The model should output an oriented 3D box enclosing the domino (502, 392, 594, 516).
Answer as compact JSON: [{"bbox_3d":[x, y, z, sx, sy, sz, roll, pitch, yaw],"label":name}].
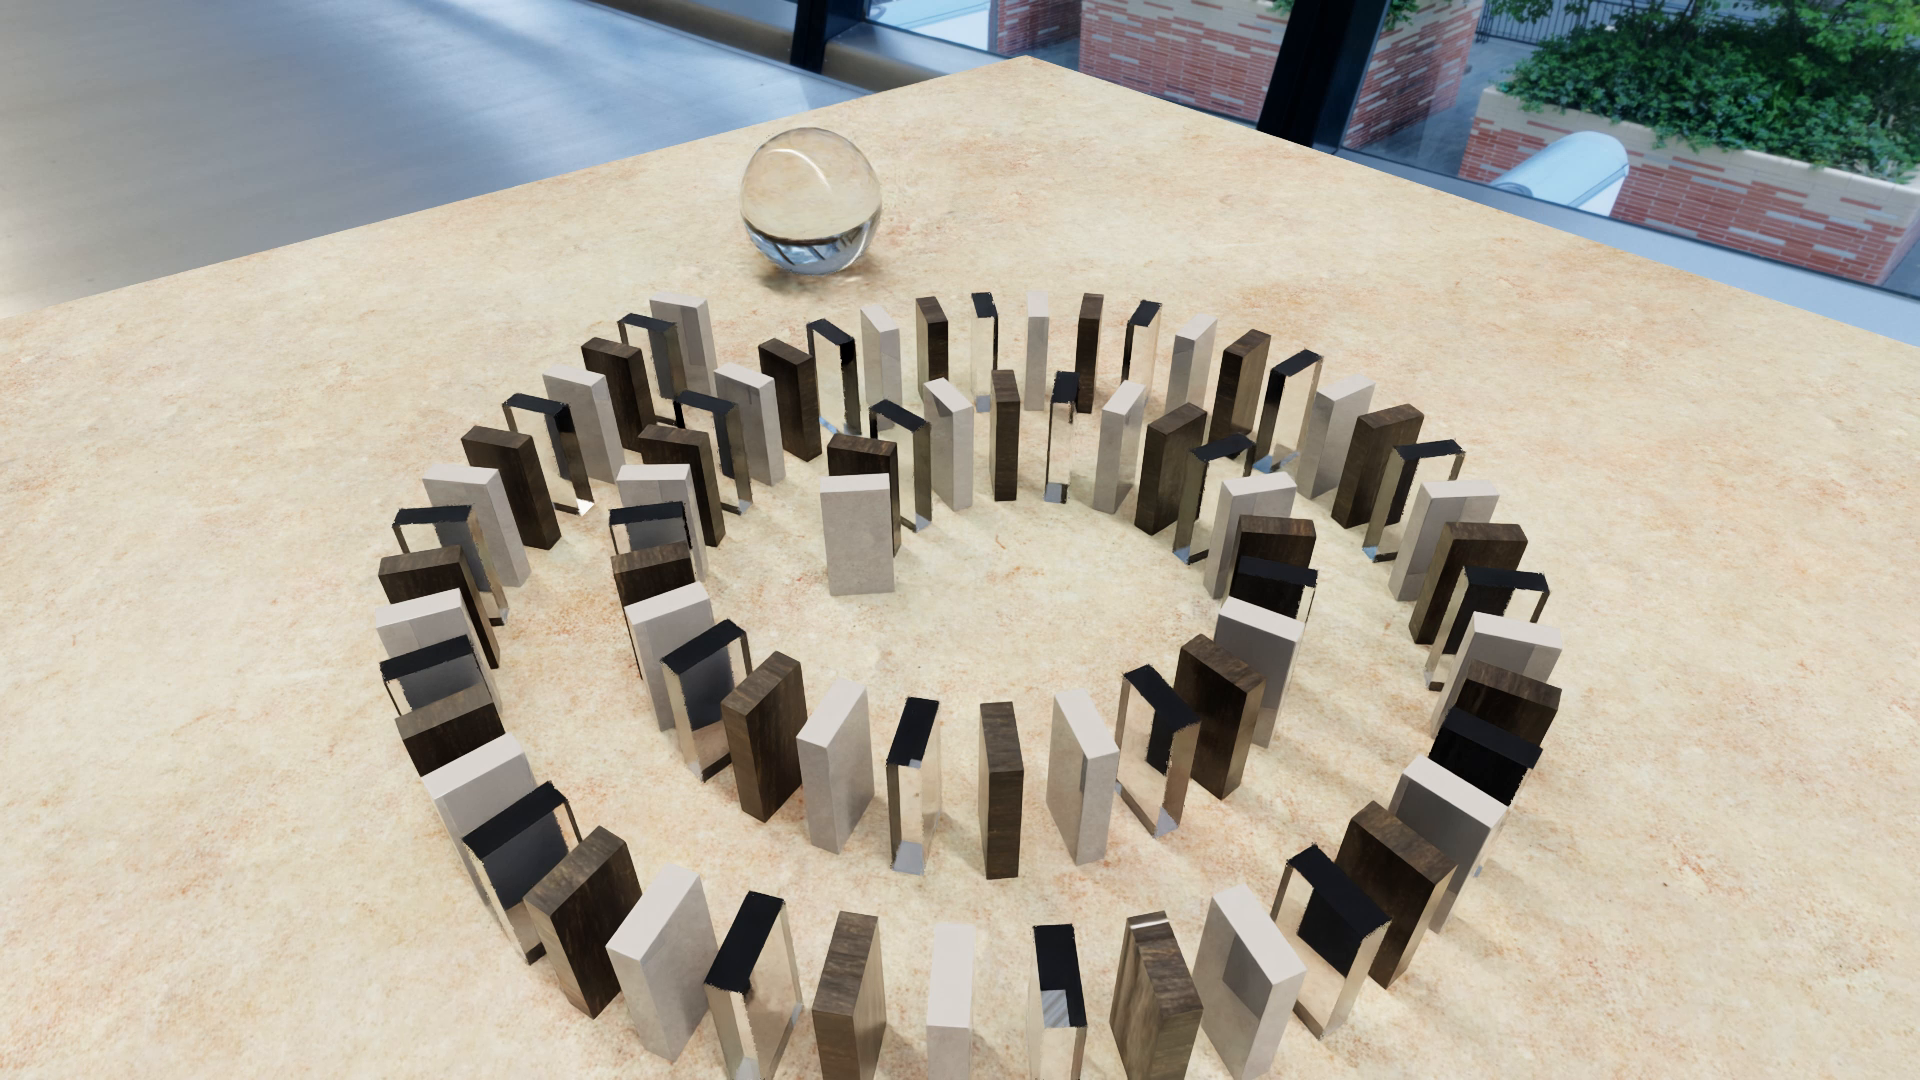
[{"bbox_3d":[-0.169,-0.035,0.454,0.025,0.050,0.010,13,41,16],"label":"domino"}]

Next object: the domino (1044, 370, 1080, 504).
[{"bbox_3d":[0.043,-0.043,0.464,0.009,0.050,0.025,7,40,8],"label":"domino"}]

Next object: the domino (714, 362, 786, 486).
[{"bbox_3d":[-0.090,-0.049,0.472,0.025,0.050,0.009,23,44,25],"label":"domino"}]

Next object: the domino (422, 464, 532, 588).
[{"bbox_3d":[-0.183,-0.005,0.417,0.025,0.050,0.010,5,40,7],"label":"domino"}]

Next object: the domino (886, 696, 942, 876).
[{"bbox_3d":[-0.013,0.073,0.323,0.009,0.050,0.025,8,40,9],"label":"domino"}]

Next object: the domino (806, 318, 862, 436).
[{"bbox_3d":[-0.057,-0.072,0.500,0.009,0.050,0.025,-27,46,-29],"label":"domino"}]

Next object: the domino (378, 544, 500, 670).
[{"bbox_3d":[-0.179,0.026,0.380,0.025,0.050,0.009,-10,40,-12],"label":"domino"}]

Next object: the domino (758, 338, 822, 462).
[{"bbox_3d":[-0.075,-0.062,0.487,0.025,0.050,0.009,29,48,31],"label":"domino"}]

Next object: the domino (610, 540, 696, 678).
[{"bbox_3d":[-0.103,0.025,0.381,0.025,0.050,0.009,-13,41,-15],"label":"domino"}]

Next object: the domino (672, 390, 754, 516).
[{"bbox_3d":[-0.102,-0.036,0.455,0.025,0.050,0.009,16,42,19],"label":"domino"}]

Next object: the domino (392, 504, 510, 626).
[{"bbox_3d":[-0.184,0.011,0.399,0.025,0.050,0.009,-4,39,-5],"label":"domino"}]

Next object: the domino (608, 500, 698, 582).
[{"bbox_3d":[-0.109,0.010,0.399,0.025,0.050,0.009,-7,40,-9],"label":"domino"}]

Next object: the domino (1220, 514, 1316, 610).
[{"bbox_3d":[0.109,0.014,0.394,0.025,0.050,0.009,4,40,5],"label":"domino"}]

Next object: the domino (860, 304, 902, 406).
[{"bbox_3d":[-0.036,-0.080,0.510,0.009,0.050,0.025,-16,42,-18],"label":"domino"}]

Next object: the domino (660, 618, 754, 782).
[{"bbox_3d":[-0.078,0.051,0.349,0.010,0.050,0.025,31,49,32],"label":"domino"}]

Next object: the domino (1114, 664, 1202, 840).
[{"bbox_3d":[0.058,0.064,0.333,0.010,0.050,0.025,-19,43,-21],"label":"domino"}]

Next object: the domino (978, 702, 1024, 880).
[{"bbox_3d":[0.011,0.074,0.321,0.009,0.050,0.025,-3,39,-4],"label":"domino"}]

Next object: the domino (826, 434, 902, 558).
[{"bbox_3d":[-0.037,-0.017,0.432,0.025,0.050,0.009,9,40,11],"label":"domino"}]

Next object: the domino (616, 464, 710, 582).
[{"bbox_3d":[-0.112,-0.006,0.418,0.025,0.050,0.009,-1,39,-1],"label":"domino"}]

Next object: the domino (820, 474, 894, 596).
[{"bbox_3d":[-0.038,-0.001,0.413,0.025,0.050,0.009,-3,39,-4],"label":"domino"}]

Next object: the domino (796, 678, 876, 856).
[{"bbox_3d":[-0.036,0.068,0.328,0.009,0.050,0.025,15,42,17],"label":"domino"}]

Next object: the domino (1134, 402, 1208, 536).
[{"bbox_3d":[0.085,-0.028,0.446,0.025,0.050,0.010,-29,47,-31],"label":"domino"}]

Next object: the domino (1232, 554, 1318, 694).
[{"bbox_3d":[0.104,0.030,0.375,0.025,0.050,0.010,12,41,14],"label":"domino"}]

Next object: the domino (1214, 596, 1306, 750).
[{"bbox_3d":[0.094,0.044,0.358,0.025,0.050,0.009,20,44,23],"label":"domino"}]

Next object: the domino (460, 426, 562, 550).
[{"bbox_3d":[-0.177,-0.020,0.436,0.025,0.050,0.010,10,40,12],"label":"domino"}]

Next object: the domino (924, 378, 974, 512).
[{"bbox_3d":[-0.005,-0.039,0.460,0.009,0.050,0.025,-20,43,-22],"label":"domino"}]

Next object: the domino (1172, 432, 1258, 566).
[{"bbox_3d":[0.099,-0.016,0.430,0.025,0.050,0.009,-19,43,-22],"label":"domino"}]

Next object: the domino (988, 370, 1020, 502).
[{"bbox_3d":[0.019,-0.044,0.465,0.009,0.050,0.025,-3,39,-3],"label":"domino"}]

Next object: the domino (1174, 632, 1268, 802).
[{"bbox_3d":[0.078,0.056,0.343,0.009,0.050,0.025,-29,47,-30],"label":"domino"}]

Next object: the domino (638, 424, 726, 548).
[{"bbox_3d":[-0.110,-0.021,0.437,0.025,0.050,0.009,8,40,10],"label":"domino"}]

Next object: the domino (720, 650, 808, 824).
[{"bbox_3d":[-0.058,0.061,0.337,0.010,0.050,0.025,22,44,24],"label":"domino"}]

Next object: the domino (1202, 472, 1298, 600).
[{"bbox_3d":[0.108,-0.001,0.413,0.025,0.050,0.009,-9,40,-10],"label":"domino"}]

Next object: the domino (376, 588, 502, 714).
[{"bbox_3d":[-0.171,0.041,0.362,0.025,0.050,0.010,-15,42,-18],"label":"domino"}]

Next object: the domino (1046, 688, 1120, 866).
[{"bbox_3d":[0.035,0.071,0.325,0.010,0.050,0.025,-12,41,-14],"label":"domino"}]

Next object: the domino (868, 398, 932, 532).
[{"bbox_3d":[-0.024,-0.030,0.448,0.025,0.050,0.009,31,49,32],"label":"domino"}]

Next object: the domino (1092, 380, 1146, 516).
[{"bbox_3d":[0.066,-0.038,0.458,0.010,0.050,0.025,18,43,21],"label":"domino"}]

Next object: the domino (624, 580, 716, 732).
[{"bbox_3d":[-0.093,0.039,0.364,0.025,0.050,0.009,-20,43,-23],"label":"domino"}]
